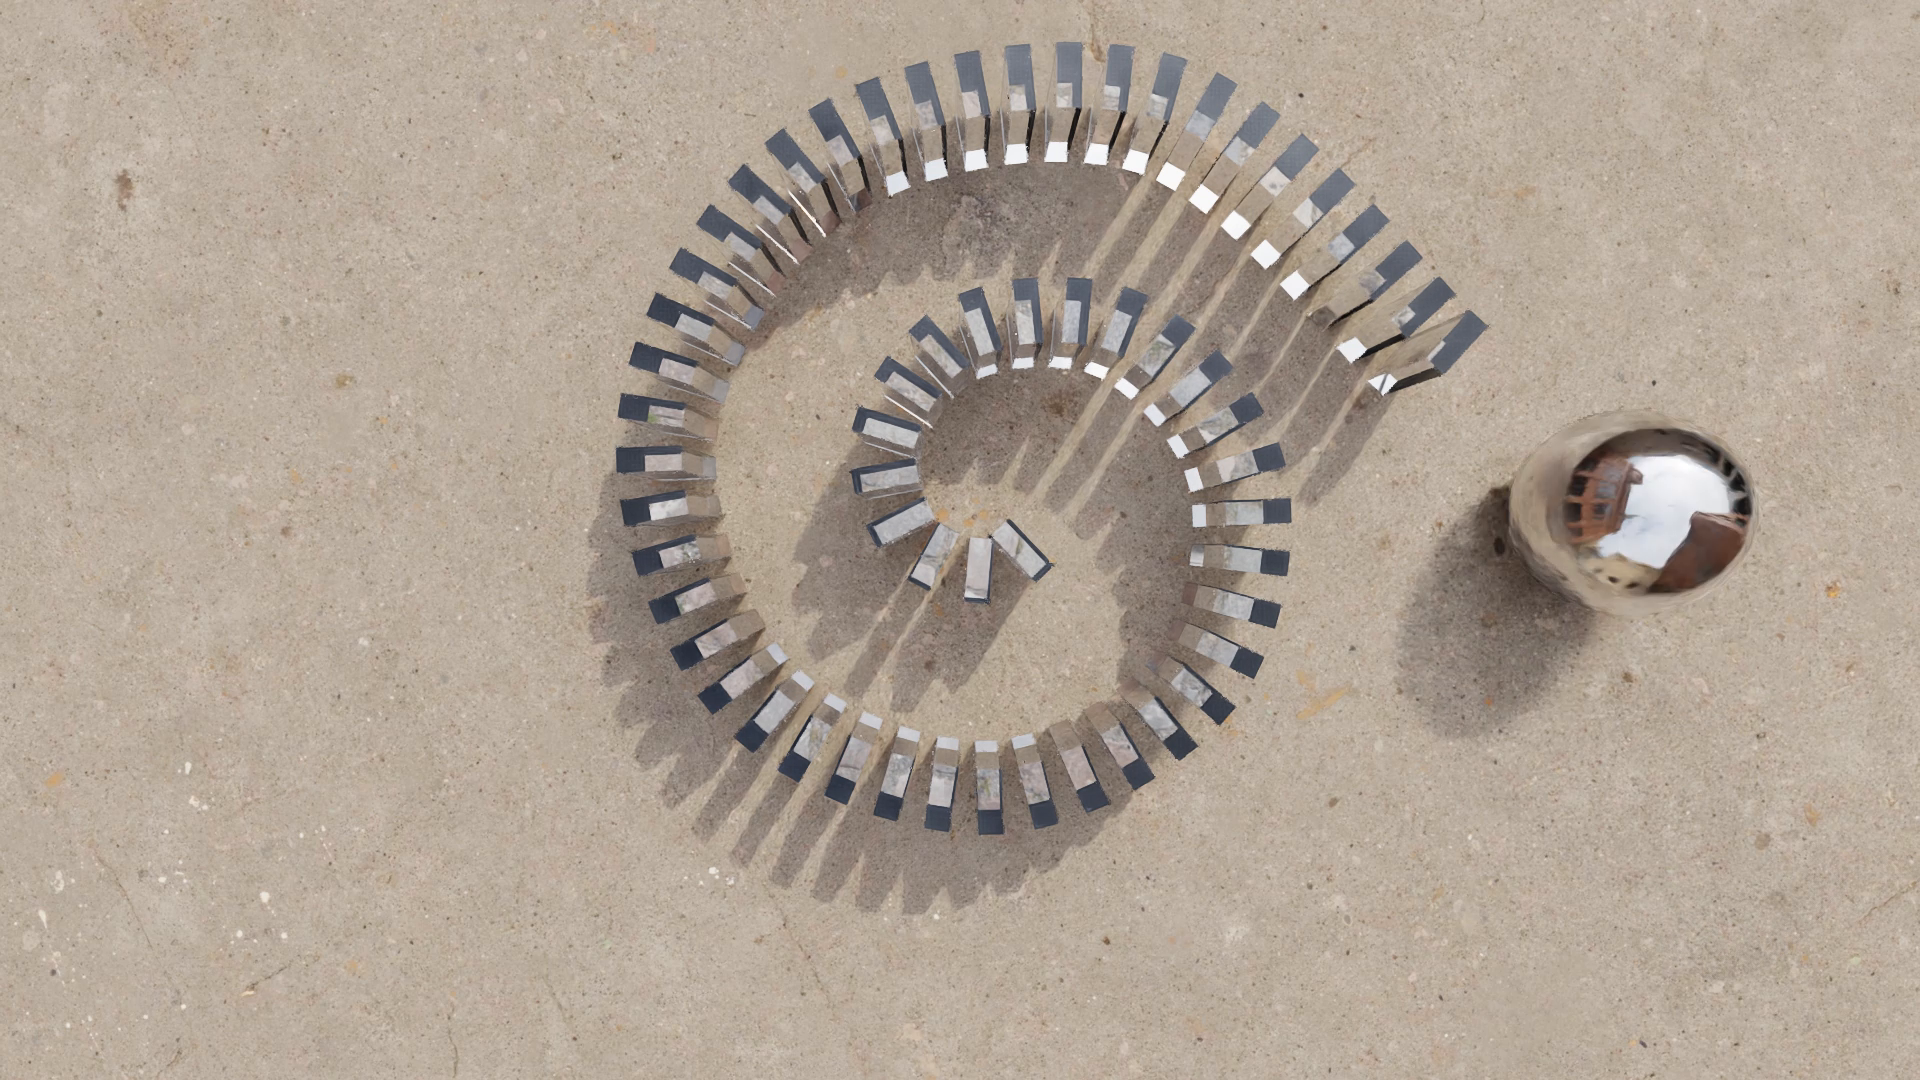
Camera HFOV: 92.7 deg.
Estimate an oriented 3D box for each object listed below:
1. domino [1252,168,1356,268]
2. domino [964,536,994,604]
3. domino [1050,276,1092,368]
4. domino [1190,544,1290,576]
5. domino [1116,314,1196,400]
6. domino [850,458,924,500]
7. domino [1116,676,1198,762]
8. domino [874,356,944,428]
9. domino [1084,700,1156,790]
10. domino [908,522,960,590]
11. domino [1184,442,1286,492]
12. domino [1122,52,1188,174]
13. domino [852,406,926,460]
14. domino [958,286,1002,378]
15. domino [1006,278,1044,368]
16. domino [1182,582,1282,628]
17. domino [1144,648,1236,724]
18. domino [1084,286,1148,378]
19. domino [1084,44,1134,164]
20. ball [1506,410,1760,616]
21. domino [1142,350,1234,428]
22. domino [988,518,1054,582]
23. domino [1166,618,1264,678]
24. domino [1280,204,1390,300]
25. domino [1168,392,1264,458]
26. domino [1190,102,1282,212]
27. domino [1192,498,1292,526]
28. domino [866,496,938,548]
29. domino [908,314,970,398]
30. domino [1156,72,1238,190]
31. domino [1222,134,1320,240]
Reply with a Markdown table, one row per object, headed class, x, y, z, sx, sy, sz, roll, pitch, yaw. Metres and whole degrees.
| class | x | y | z | sx | sy | sz | roll | pitch | yaw |
| --- | --- | --- | --- | --- | --- | --- | --- | --- | --- |
| domino | 0.139 | -0.130 | 0.375 | 0.025 | 0.050 | 0.009 | -45 | 90 | 0 |
| domino | 0.008 | 0.012 | 0.375 | 0.009 | 0.050 | 0.025 | 5 | 90 | 0 |
| domino | 0.045 | -0.088 | 0.375 | 0.010 | 0.050 | 0.025 | 5 | 90 | 0 |
| domino | 0.113 | 0.008 | 0.375 | 0.025 | 0.050 | 0.009 | 7 | 90 | 0 |
| domino | 0.079 | -0.074 | 0.375 | 0.010 | 0.050 | 0.025 | 39 | 90 | 0 |
| domino | -0.029 | -0.025 | 0.375 | 0.025 | 0.050 | 0.009 | -10 | 90 | 0 |
| domino | 0.080 | 0.072 | 0.375 | 0.009 | 0.050 | 0.025 | -39 | 90 | 0 |
| domino | -0.020 | -0.060 | 0.375 | 0.025 | 0.050 | 0.009 | 33 | 90 | 0 |
| domino | 0.064 | 0.083 | 0.375 | 0.010 | 0.050 | 0.025 | -31 | 90 | 0 |
| domino | -0.010 | 0.006 | 0.375 | 0.010 | 0.050 | 0.025 | 28 | 90 | 0 |
| domino | 0.111 | -0.029 | 0.375 | 0.025 | 0.050 | 0.010 | -17 | 90 | 0 |
| domino | 0.079 | -0.173 | 0.375 | 0.009 | 0.050 | 0.025 | 16 | 90 | 0 |
| domino | -0.028 | -0.043 | 0.375 | 0.025 | 0.050 | 0.010 | 17 | 90 | 0 |
| domino | 0.008 | -0.084 | 0.375 | 0.010 | 0.050 | 0.025 | -19 | 90 | 0 |
| domino | 0.026 | -0.088 | 0.375 | 0.009 | 0.050 | 0.025 | -6 | 90 | 0 |
| domino | 0.110 | 0.026 | 0.375 | 0.025 | 0.050 | 0.010 | 15 | 90 | 0 |
| domino | 0.093 | 0.059 | 0.375 | 0.025 | 0.050 | 0.009 | 41 | 90 | 0 |
| domino | 0.063 | -0.084 | 0.375 | 0.010 | 0.050 | 0.025 | 21 | 90 | 0 |
| domino | 0.061 | -0.177 | 0.375 | 0.009 | 0.050 | 0.025 | 7 | 90 | 0 |
| ball | 0.261 | -0.011 | 0.360 | 0.080 | 0.080 | 0.080 | 0 | 90 | 0 |
| domino | 0.092 | -0.061 | 0.375 | 0.025 | 0.050 | 0.009 | -42 | 90 | 0 |
| domino | 0.024 | 0.004 | 0.375 | 0.009 | 0.050 | 0.025 | -44 | 90 | 0 |
| domino | 0.103 | 0.044 | 0.375 | 0.025 | 0.050 | 0.010 | 26 | 90 | 0 |
| domino | 0.152 | -0.117 | 0.375 | 0.025 | 0.050 | 0.010 | -43 | 90 | 0 |
| domino | 0.103 | -0.046 | 0.375 | 0.025 | 0.050 | 0.010 | -31 | 90 | 0 |
| domino | 0.111 | -0.155 | 0.375 | 0.010 | 0.050 | 0.025 | 38 | 90 | 0 |
| domino | 0.114 | -0.011 | 0.375 | 0.025 | 0.050 | 0.010 | -2 | 90 | 0 |
| domino | -0.023 | -0.007 | 0.375 | 0.025 | 0.050 | 0.010 | -27 | 90 | 0 |
| domino | -0.008 | -0.074 | 0.375 | 0.009 | 0.050 | 0.025 | -42 | 90 | 0 |
| domino | 0.096 | -0.166 | 0.375 | 0.010 | 0.050 | 0.025 | 30 | 90 | 0 |
| domino | 0.126 | -0.143 | 0.375 | 0.009 | 0.050 | 0.025 | 42 | 90 | 0 |
